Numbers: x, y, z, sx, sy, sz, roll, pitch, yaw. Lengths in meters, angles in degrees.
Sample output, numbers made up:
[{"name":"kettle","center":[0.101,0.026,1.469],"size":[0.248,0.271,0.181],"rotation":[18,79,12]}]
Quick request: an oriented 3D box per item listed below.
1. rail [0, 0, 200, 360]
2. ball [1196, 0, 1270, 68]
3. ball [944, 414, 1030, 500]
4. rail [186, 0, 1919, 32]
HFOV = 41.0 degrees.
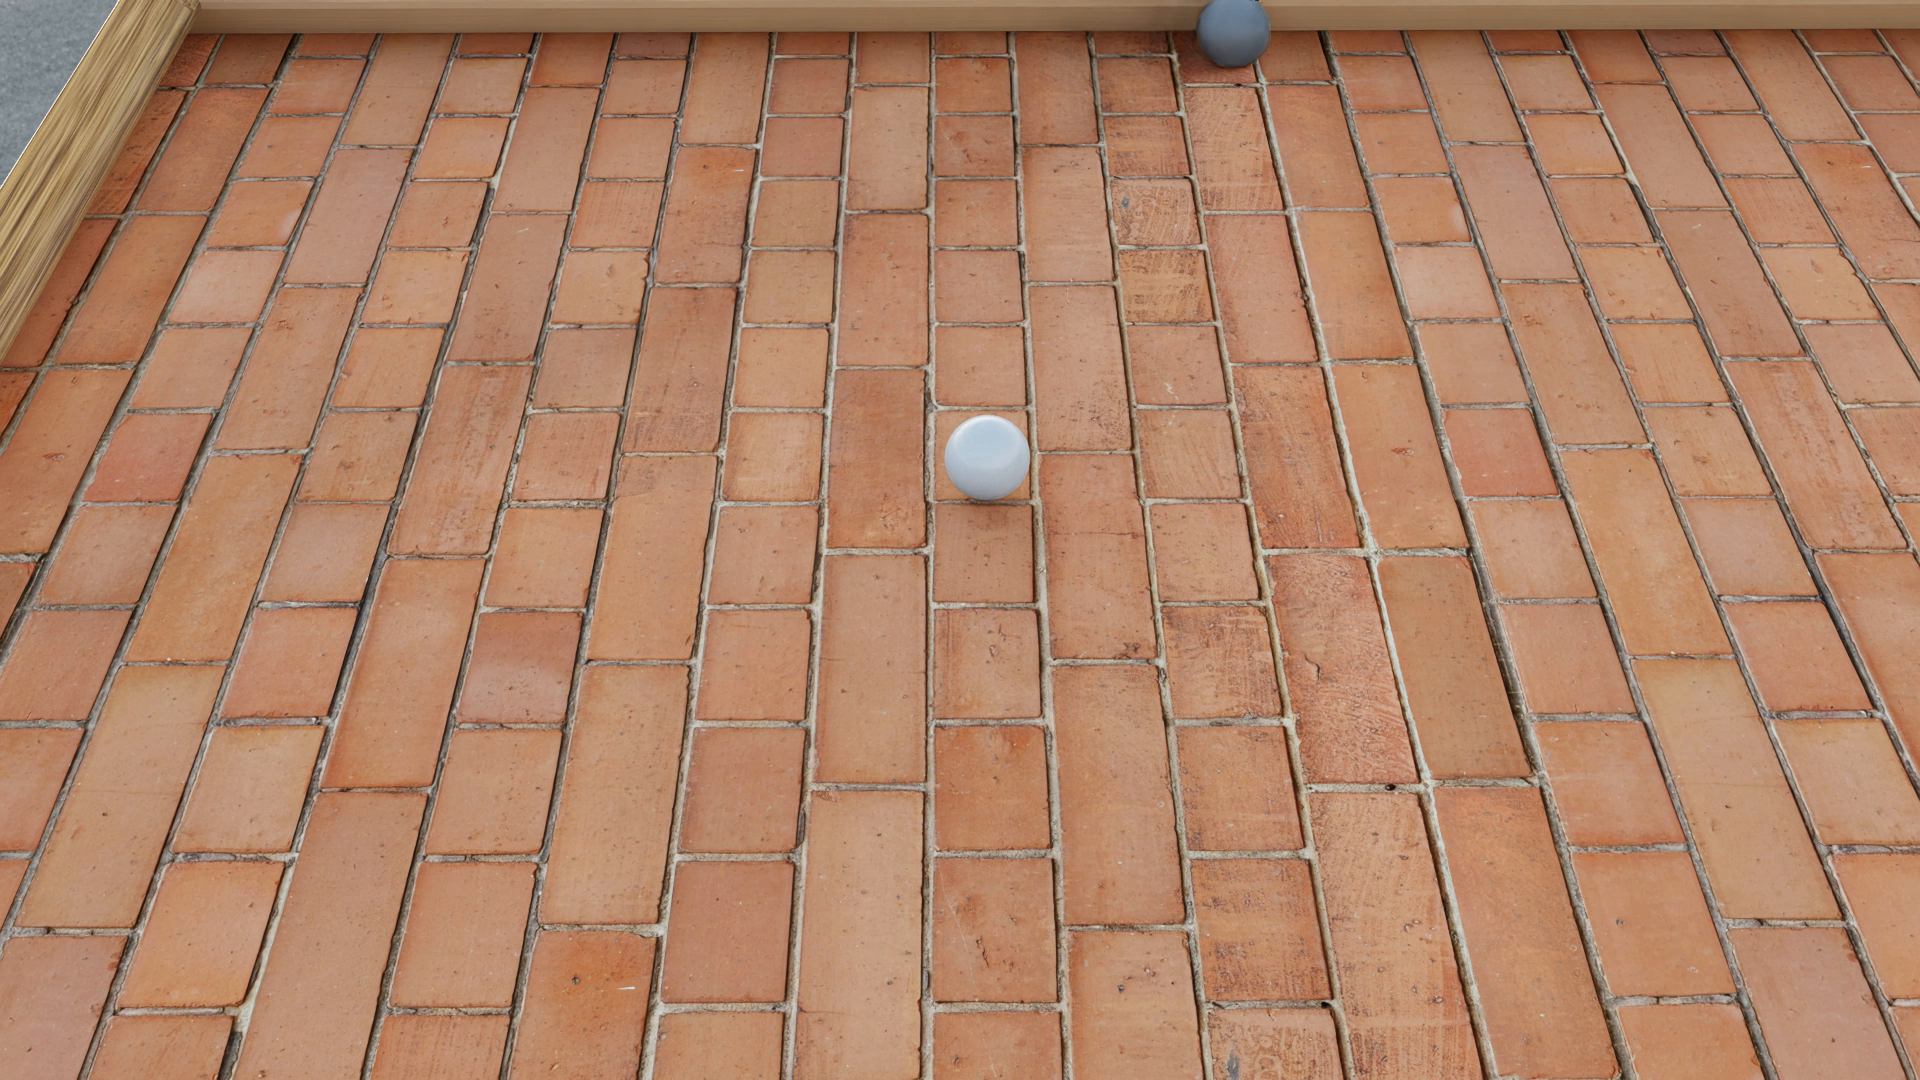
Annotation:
[{"name":"rail","center":[-0.739,-0.009,1.743],"size":[0.045,0.095,1.809],"rotation":[0,36,0]},{"name":"ball","center":[0.258,-0.482,2.429],"size":[0.068,0.068,0.068],"rotation":[0,36,0]},{"name":"ball","center":[0.020,-0.059,1.843],"size":[0.062,0.062,0.062],"rotation":[0,36,0]},{"name":"rail","center":[0.756,-0.527,2.468],"size":[3.050,0.095,0.045],"rotation":[0,36,0]}]
